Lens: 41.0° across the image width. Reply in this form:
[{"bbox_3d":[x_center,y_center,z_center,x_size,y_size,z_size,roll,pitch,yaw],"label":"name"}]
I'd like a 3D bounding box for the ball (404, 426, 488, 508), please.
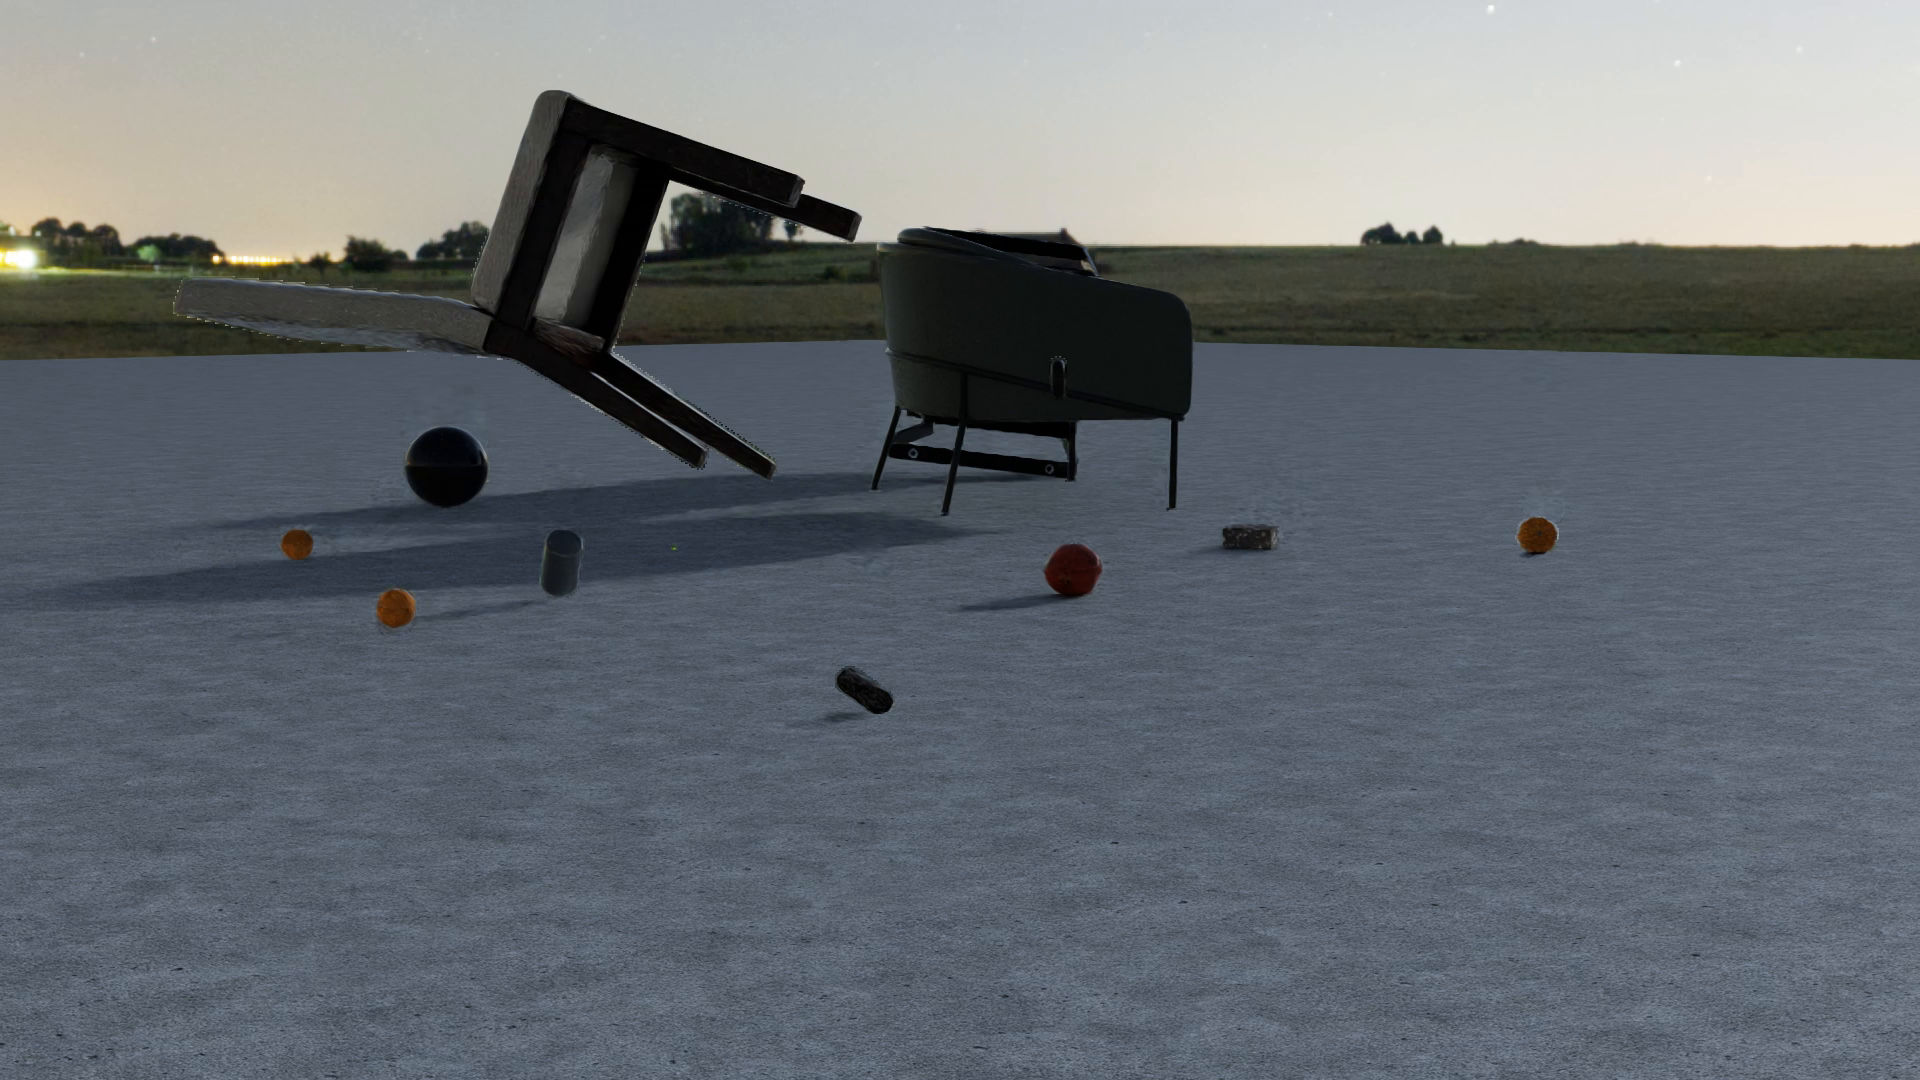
[{"bbox_3d":[-1.461,-0.209,7.297,0.234,0.234,0.234,0,6,0],"label":"ball"}]

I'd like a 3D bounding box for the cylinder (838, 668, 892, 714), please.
[{"bbox_3d":[-0.144,0.229,3.871,0.071,0.037,0.059,33,-2,36],"label":"cylinder"}]

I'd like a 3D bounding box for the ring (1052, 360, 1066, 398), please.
[{"bbox_3d":[0.248,-0.406,6.472,0.035,0.101,0.085,0,-2,1],"label":"ring"}]

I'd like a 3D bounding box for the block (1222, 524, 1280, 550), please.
[{"bbox_3d":[0.709,-0.008,6.251,0.119,0.049,0.109,2,6,18],"label":"block"}]
